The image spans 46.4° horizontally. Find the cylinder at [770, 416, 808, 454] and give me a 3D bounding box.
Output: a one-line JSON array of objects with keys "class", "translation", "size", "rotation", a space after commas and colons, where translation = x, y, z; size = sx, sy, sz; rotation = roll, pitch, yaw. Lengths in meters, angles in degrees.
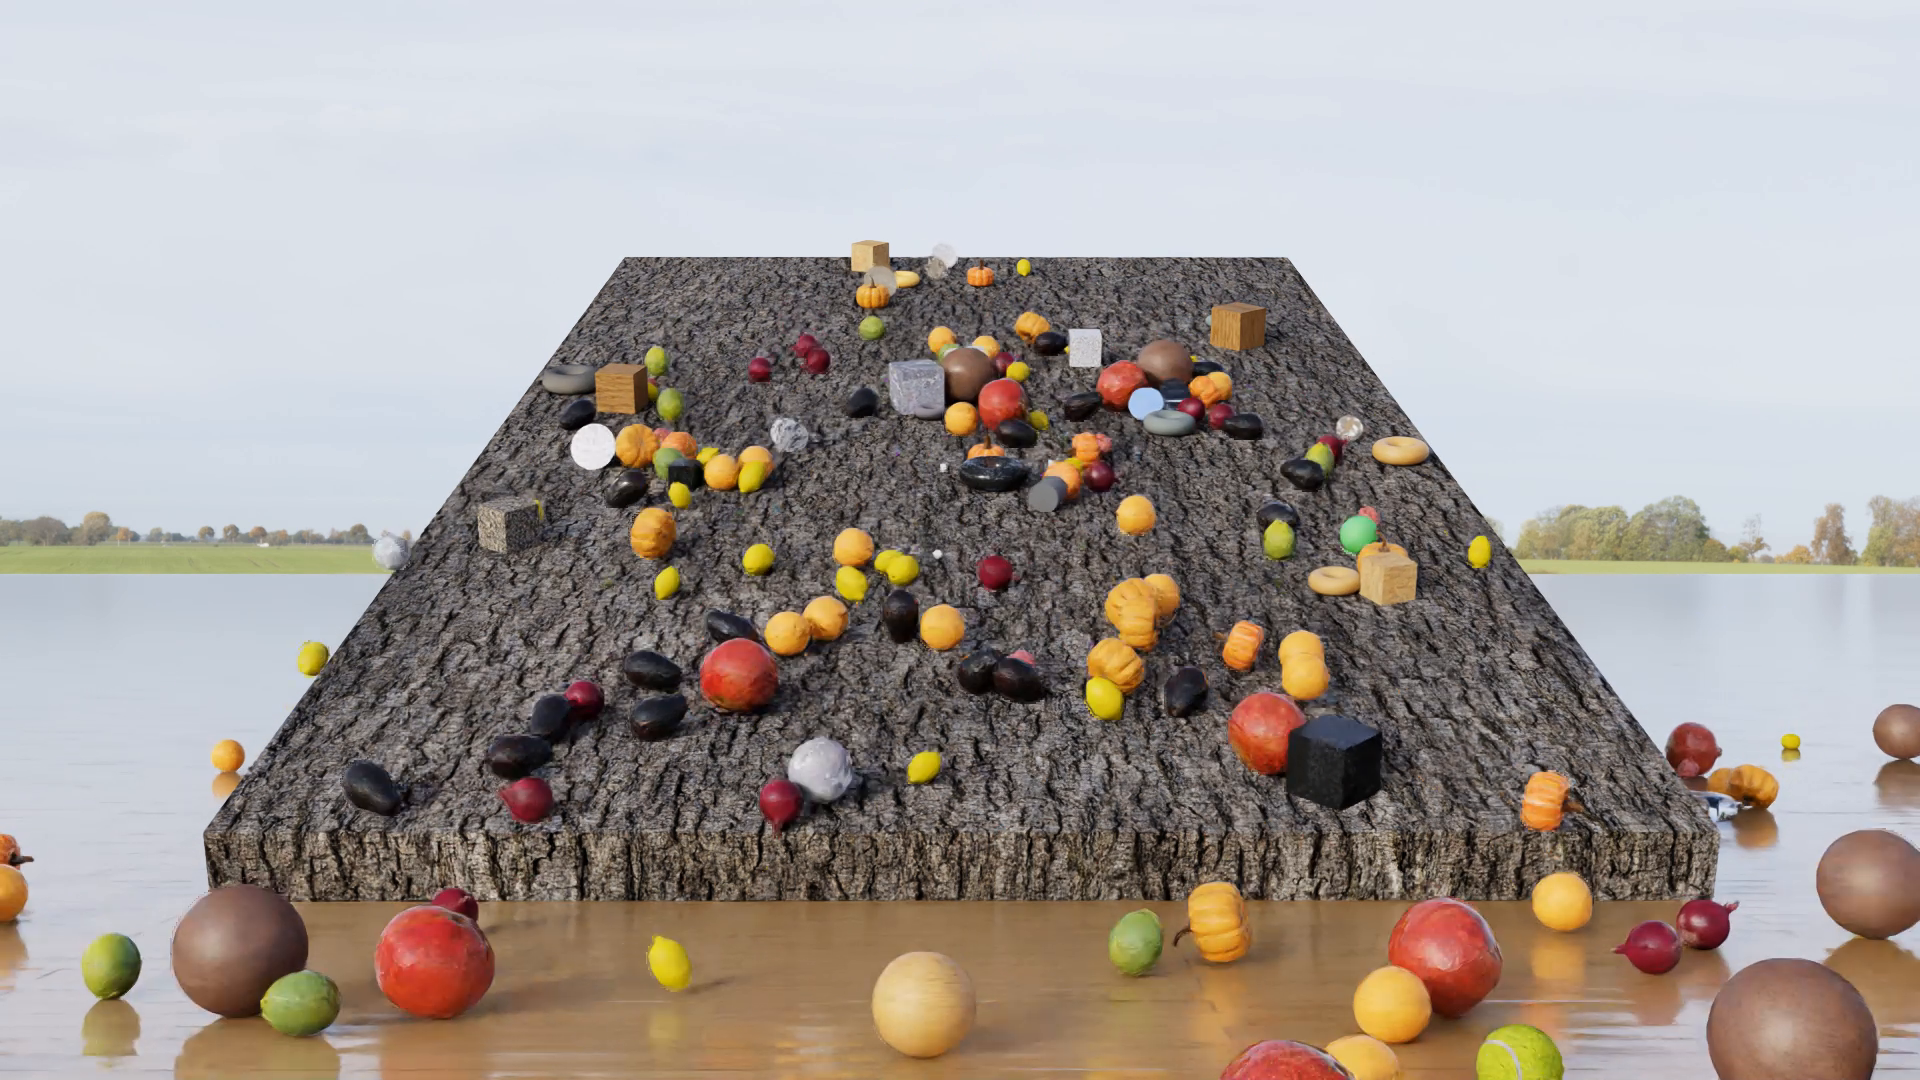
[{"class": "cylinder", "translation": [-0.359, -0.221, 4.705], "size": [0.062, 0.062, 0.062], "rotation": [0, 17, -26]}]

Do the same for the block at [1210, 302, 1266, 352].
[{"class": "block", "translation": [0.699, -0.537, 5.626], "size": [0.096, 0.096, 0.096], "rotation": [-16, 24, -40]}]

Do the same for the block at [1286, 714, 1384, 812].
[{"class": "block", "translation": [0.511, 0.303, 3.055], "size": [0.090, 0.090, 0.090], "rotation": [17, 24, 42]}]

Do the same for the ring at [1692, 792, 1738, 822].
[{"class": "ring", "translation": [1.297, 0.469, 3.941], "size": [0.139, 0.046, 0.139], "rotation": [1, -1, 0]}]

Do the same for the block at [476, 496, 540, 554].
[{"class": "block", "translation": [-0.823, -0.028, 4.085], "size": [0.079, 0.079, 0.079], "rotation": [15, 23, 38]}]

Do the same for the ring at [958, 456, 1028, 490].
[{"class": "ring", "translation": [0.066, -0.134, 4.466], "size": [0.139, 0.046, 0.139], "rotation": [1, 17, 0]}]

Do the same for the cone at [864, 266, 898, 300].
[{"class": "cone", "translation": [-0.235, -0.703, 6.215], "size": [0.097, 0.097, 0.097], "rotation": [0, -10, -20]}]

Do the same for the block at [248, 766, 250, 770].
[{"class": "block", "translation": [-1.325, 0.465, 4.305], "size": [0.064, 0.064, 0.064], "rotation": [0, -1, 11]}]

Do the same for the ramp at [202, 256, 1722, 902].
[{"class": "ramp", "translation": [-0.004, -0.187, 4.864], "size": [2.000, 0.100, 4.000], "rotation": [0, 18, 0]}]

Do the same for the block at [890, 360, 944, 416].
[{"class": "block", "translation": [-0.097, -0.344, 5.026], "size": [0.098, 0.098, 0.098], "rotation": [-6, 19, -19]}]

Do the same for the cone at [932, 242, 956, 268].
[{"class": "cone", "translation": [-0.057, -0.830, 6.619], "size": [0.078, 0.078, 0.078], "rotation": [0, -14, -14]}]

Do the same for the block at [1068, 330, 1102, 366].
[{"class": "block", "translation": [0.303, -0.467, 5.442], "size": [0.076, 0.076, 0.076], "rotation": [0, 18, 0]}]

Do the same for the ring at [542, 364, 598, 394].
[{"class": "ring", "translation": [-0.900, -0.373, 5.195], "size": [0.139, 0.046, 0.139], "rotation": [-1, 19, 0]}]

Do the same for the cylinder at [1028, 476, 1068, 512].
[{"class": "cylinder", "translation": [0.170, -0.089, 4.307], "size": [0.059, 0.059, 0.059], "rotation": [0, 17, 21]}]

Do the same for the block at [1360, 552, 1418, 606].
[{"class": "block", "translation": [0.731, 0.066, 3.820], "size": [0.068, 0.068, 0.068], "rotation": [-8, 20, -23]}]

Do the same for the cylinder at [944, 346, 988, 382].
[{"class": "cylinder", "translation": [0.014, -0.415, 5.274], "size": [0.080, 0.080, 0.080], "rotation": [-9, 4, -27]}]

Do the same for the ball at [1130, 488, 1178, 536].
[{"class": "ball", "translation": [0.360, -0.052, 4.165], "size": [0.089, 0.089, 0.089], "rotation": [0, -1, 0]}]

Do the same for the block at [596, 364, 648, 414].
[{"class": "block", "translation": [-0.759, -0.340, 5.026], "size": [0.090, 0.090, 0.090], "rotation": [4, 18, 11]}]

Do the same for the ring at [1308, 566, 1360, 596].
[{"class": "ring", "translation": [0.648, 0.071, 3.864], "size": [0.094, 0.031, 0.094], "rotation": [-1, 18, 0]}]

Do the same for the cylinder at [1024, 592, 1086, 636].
[{"class": "cylinder", "translation": [0.157, 0.139, 3.702], "size": [0.099, 0.099, 0.099], "rotation": [2, -1, 0]}]

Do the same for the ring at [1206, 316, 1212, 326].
[{"class": "ring", "translation": [0.680, -0.571, 5.841], "size": [0.080, 0.027, 0.080], "rotation": [1, 18, 0]}]

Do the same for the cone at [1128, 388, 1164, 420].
[{"class": "cone", "translation": [0.417, -0.294, 4.979], "size": [0.077, 0.077, 0.077], "rotation": [0, -9, 10]}]

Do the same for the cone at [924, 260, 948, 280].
[{"class": "cone", "translation": [-0.074, -0.768, 6.439], "size": [0.065, 0.065, 0.065], "rotation": [0, -9, -9]}]

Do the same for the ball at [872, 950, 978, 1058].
[{"class": "ball", "translation": [-0.033, 0.421, 2.031], "size": [0.096, 0.096, 0.096], "rotation": [0, -1, 0]}]

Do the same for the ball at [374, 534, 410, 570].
[{"class": "ball", "translation": [-1.004, 0.022, 3.957], "size": [0.063, 0.063, 0.063], "rotation": [0, -1, 0]}]

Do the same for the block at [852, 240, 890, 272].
[{"class": "block", "translation": [-0.262, -0.830, 6.548], "size": [0.079, 0.079, 0.079], "rotation": [12, 22, 33]}]

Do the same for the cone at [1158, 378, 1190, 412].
[{"class": "cone", "translation": [0.467, -0.316, 5.042], "size": [0.080, 0.080, 0.080], "rotation": [0, -10, -19]}]

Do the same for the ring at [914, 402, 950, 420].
[{"class": "ring", "translation": [-0.063, -0.285, 4.961], "size": [0.078, 0.026, 0.078], "rotation": [-1, 19, 0]}]

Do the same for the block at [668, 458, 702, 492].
[{"class": "block", "translation": [-0.546, -0.129, 4.439], "size": [0.051, 0.051, 0.051], "rotation": [4, 18, 12]}]

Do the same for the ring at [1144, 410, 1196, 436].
[{"class": "ring", "translation": [0.454, -0.253, 4.846], "size": [0.115, 0.038, 0.115], "rotation": [1, 18, 0]}]

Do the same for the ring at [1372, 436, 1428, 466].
[{"class": "ring", "translation": [0.912, -0.184, 4.636], "size": [0.117, 0.039, 0.117], "rotation": [-1, 18, 0]}]

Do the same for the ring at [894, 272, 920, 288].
[{"class": "ring", "translation": [-0.164, -0.738, 6.342], "size": [0.101, 0.034, 0.101], "rotation": [1, 19, 0]}]

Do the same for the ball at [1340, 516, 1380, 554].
[{"class": "ball", "translation": [0.722, -0.009, 4.046], "size": [0.070, 0.070, 0.070], "rotation": [0, -1, 0]}]
